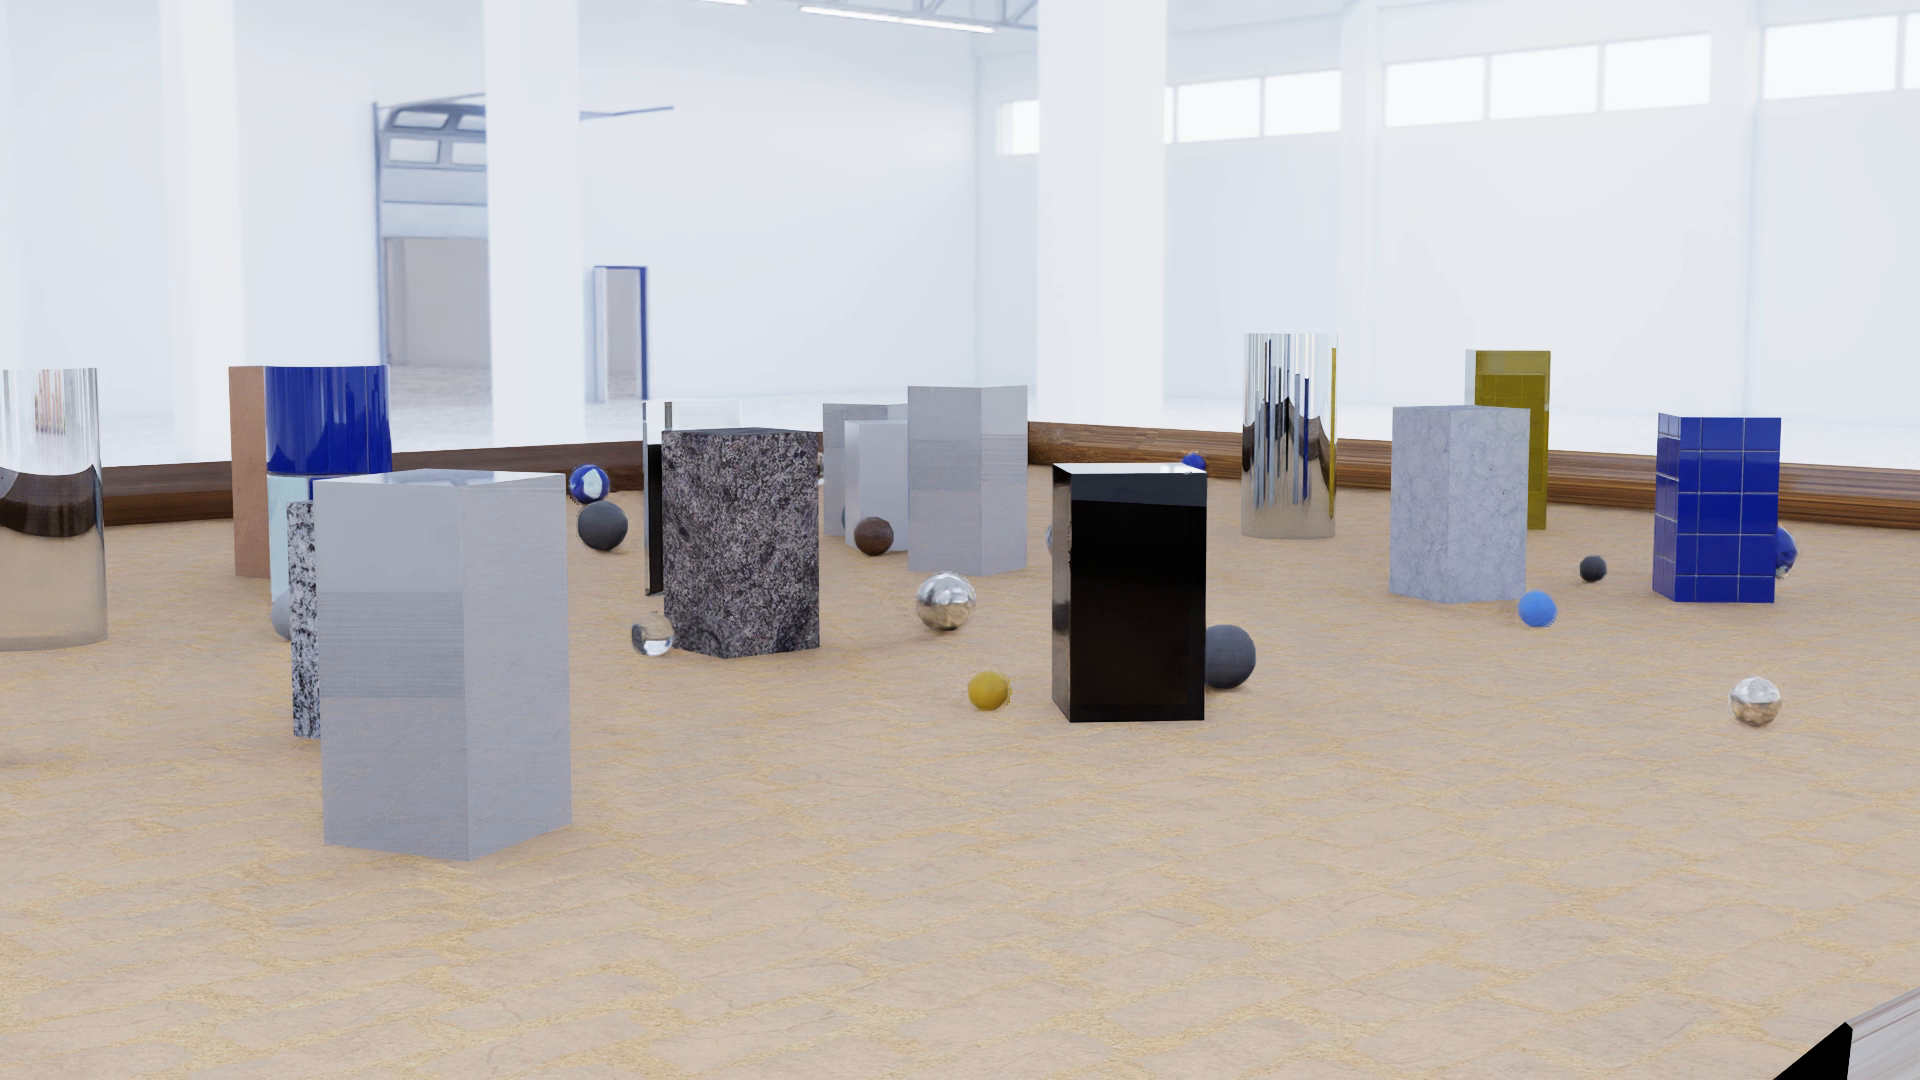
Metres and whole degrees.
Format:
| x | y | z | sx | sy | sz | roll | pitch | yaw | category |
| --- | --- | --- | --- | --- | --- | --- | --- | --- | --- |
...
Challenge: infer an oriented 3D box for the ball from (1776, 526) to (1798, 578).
| x | y | z | sx | sy | sz | roll | pitch | yaw | category |
| --- | --- | --- | --- | --- | --- | --- | --- | --- | --- |
| 1.321 | 0.019 | 3.593 | 0.089 | 0.089 | 0.089 | 0 | 6 | 0 | ball |

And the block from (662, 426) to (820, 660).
| x | y | z | sx | sy | sz | roll | pitch | yaw | category |
| --- | --- | --- | --- | --- | --- | --- | --- | --- | --- |
| -0.286 | -0.001 | 2.865 | 0.146 | 0.282 | 0.146 | -5 | 8 | -38 | block |

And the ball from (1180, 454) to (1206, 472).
| x | y | z | sx | sy | sz | roll | pitch | yaw | category |
| --- | --- | --- | --- | --- | --- | --- | --- | --- | --- |
| 0.598 | -0.189 | 5.643 | 0.067 | 0.067 | 0.067 | 0 | 6 | 0 | ball |

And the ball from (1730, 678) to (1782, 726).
| x | y | z | sx | sy | sz | roll | pitch | yaw | category |
| --- | --- | --- | --- | --- | --- | --- | --- | --- | --- |
| 0.844 | 0.172 | 2.334 | 0.052 | 0.052 | 0.052 | 0 | 6 | 0 | ball |

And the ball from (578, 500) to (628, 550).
| x | y | z | sx | sy | sz | roll | pitch | yaw | category |
| --- | --- | --- | --- | --- | --- | --- | --- | --- | --- |
| -0.651 | -0.026 | 4.004 | 0.091 | 0.091 | 0.091 | 0 | 6 | 0 | ball |

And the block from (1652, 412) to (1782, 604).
| x | y | z | sx | sy | sz | roll | pitch | yaw | category |
| --- | --- | --- | --- | --- | --- | --- | --- | --- | --- |
| 1.156 | -0.052 | 3.366 | 0.146 | 0.279 | 0.146 | 0 | 6 | 5 | block |

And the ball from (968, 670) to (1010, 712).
| x | y | z | sx | sy | sz | roll | pitch | yaw | category |
| --- | --- | --- | --- | --- | --- | --- | --- | --- | --- |
| 0.031 | 0.166 | 2.420 | 0.046 | 0.046 | 0.046 | 0 | 6 | 0 | ball |

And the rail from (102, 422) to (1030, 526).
| x | y | z | sx | sy | sz | roll | pitch | yaw | category |
| --- | --- | --- | --- | --- | --- | --- | --- | --- | --- |
| -1.337 | -0.123 | 4.773 | 4.214 | 0.119 | 0.045 | -6 | 8 | -42 | rail |

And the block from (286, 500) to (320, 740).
| x | y | z | sx | sy | sz | roll | pitch | yaw | category |
| --- | --- | --- | --- | --- | --- | --- | --- | --- | --- |
| -0.591 | 0.080 | 2.296 | 0.146 | 0.243 | 0.146 | 3 | 7 | 30 | block |

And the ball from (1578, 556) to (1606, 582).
| x | y | z | sx | sy | sz | roll | pitch | yaw | category |
| --- | --- | --- | --- | --- | --- | --- | --- | --- | --- |
| 1.021 | 0.047 | 3.550 | 0.043 | 0.043 | 0.043 | 0 | 6 | 0 | ball |

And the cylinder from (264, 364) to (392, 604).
| x | y | z | sx | sy | sz | roll | pitch | yaw | category |
| --- | --- | --- | --- | --- | --- | --- | --- | --- | --- |
| -0.951 | -0.086 | 3.322 | 0.183 | 0.356 | 0.183 | 0 | 6 | 0 | cylinder |

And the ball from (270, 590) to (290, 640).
| x | y | z | sx | sy | sz | roll | pitch | yaw | category |
| --- | --- | --- | --- | --- | --- | --- | --- | --- | --- |
| -0.878 | 0.100 | 2.922 | 0.072 | 0.072 | 0.072 | 0 | 6 | 0 | ball |

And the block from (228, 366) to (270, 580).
| x | y | z | sx | sy | sz | roll | pitch | yaw | category |
| --- | --- | --- | --- | --- | --- | --- | --- | --- | --- |
| -1.097 | -0.115 | 3.639 | 0.146 | 0.345 | 0.146 | 4 | 7 | 32 | block |

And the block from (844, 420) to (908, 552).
| x | y | z | sx | sy | sz | roll | pitch | yaw | category |
| --- | --- | --- | --- | --- | --- | --- | --- | --- | --- |
| -0.128 | -0.103 | 4.070 | 0.146 | 0.231 | 0.146 | -1 | 6 | -14 | block |

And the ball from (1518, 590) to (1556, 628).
| x | y | z | sx | sy | sz | roll | pitch | yaw | category |
| --- | --- | --- | --- | --- | --- | --- | --- | --- | --- |
| 0.801 | 0.096 | 3.054 | 0.051 | 0.051 | 0.051 | 0 | 6 | 0 | ball |

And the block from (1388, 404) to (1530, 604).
| x | y | z | sx | sy | sz | roll | pitch | yaw | category |
| --- | --- | --- | --- | --- | --- | --- | --- | --- | --- |
| 0.764 | -0.058 | 3.370 | 0.146 | 0.289 | 0.146 | -3 | 7 | -24 | block |

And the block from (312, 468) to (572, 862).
| x | y | z | sx | sy | sz | roll | pitch | yaw | category |
| --- | --- | --- | --- | --- | --- | --- | --- | --- | --- |
| -0.431 | 0.098 | 1.846 | 0.146 | 0.302 | 0.146 | 3 | 7 | 24 | block |

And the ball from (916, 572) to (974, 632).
| x | y | z | sx | sy | sz | roll | pitch | yaw | category |
| --- | --- | --- | --- | --- | --- | --- | --- | --- | --- |
| -0.021 | 0.085 | 3.011 | 0.081 | 0.081 | 0.081 | 0 | 6 | 0 | ball |

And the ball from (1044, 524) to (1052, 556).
| x | y | z | sx | sy | sz | roll | pitch | yaw | category |
| --- | --- | --- | --- | --- | --- | --- | --- | --- | --- |
| 0.188 | 0.001 | 3.797 | 0.082 | 0.082 | 0.082 | 0 | 6 | 0 | ball |

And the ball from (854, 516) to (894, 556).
| x | y | z | sx | sy | sz | roll | pitch | yaw | category |
| --- | --- | --- | --- | --- | --- | --- | --- | --- | --- |
| -0.153 | -0.007 | 3.924 | 0.070 | 0.070 | 0.070 | 0 | 6 | 0 | ball |

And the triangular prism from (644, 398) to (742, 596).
| x | y | z | sx | sy | sz | roll | pitch | yaw | category |
| --- | --- | --- | --- | --- | --- | --- | --- | --- | --- |
| -0.440 | -0.072 | 3.458 | 0.158 | 0.298 | 0.137 | -3 | 7 | -26 | triangular prism |

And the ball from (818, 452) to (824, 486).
| x | y | z | sx | sy | sz | roll | pitch | yaw | category |
| --- | --- | --- | --- | --- | --- | --- | --- | --- | --- |
| -0.367 | -0.176 | 5.416 | 0.091 | 0.091 | 0.091 | 0 | 6 | 0 | ball |

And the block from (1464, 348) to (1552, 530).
| x | y | z | sx | sy | sz | roll | pitch | yaw | category |
| --- | --- | --- | --- | --- | --- | --- | --- | --- | --- |
| 1.101 | -0.206 | 4.441 | 0.146 | 0.356 | 0.146 | 1 | 6 | 5 | block |

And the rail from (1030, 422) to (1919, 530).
| x | y | z | sx | sy | sz | roll | pitch | yaw | category |
| --- | --- | --- | --- | --- | --- | --- | --- | --- | --- |
| 1.531 | -0.119 | 4.737 | 0.045 | 0.119 | 3.990 | -6 | 8 | -42 | rail |

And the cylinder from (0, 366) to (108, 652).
| x | y | z | sx | sy | sz | roll | pitch | yaw | category |
| --- | --- | --- | --- | --- | --- | --- | --- | --- | --- |
| -1.232 | -0.046 | 2.911 | 0.183 | 0.363 | 0.183 | 0 | 6 | 0 | cylinder |

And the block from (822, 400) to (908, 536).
| x | y | z | sx | sy | sz | roll | pitch | yaw | category |
| --- | --- | --- | --- | --- | --- | --- | --- | --- | --- |
| -0.166 | -0.140 | 4.297 | 0.146 | 0.257 | 0.146 | 3 | 7 | 29 | block |

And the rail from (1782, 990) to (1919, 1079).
| x | y | z | sx | sy | sz | roll | pitch | yaw | category |
| --- | --- | --- | --- | --- | --- | --- | --- | --- | --- |
| 1.337 | 0.184 | 1.892 | 4.214 | 0.119 | 0.045 | -6 | 8 | -42 | rail |

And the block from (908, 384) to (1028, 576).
| x | y | z | sx | sy | sz | roll | pitch | yaw | category |
| --- | --- | --- | --- | --- | --- | --- | --- | --- | --- |
| 0.013 | -0.105 | 3.707 | 0.146 | 0.311 | 0.146 | 4 | 7 | 33 | block |

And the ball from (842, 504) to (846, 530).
| x | y | z | sx | sy | sz | roll | pitch | yaw | category |
| --- | --- | --- | --- | --- | --- | --- | --- | --- | --- |
| -0.183 | -0.043 | 4.183 | 0.086 | 0.086 | 0.086 | 0 | 6 | 0 | ball |

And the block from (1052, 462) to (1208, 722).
| x | y | z | sx | sy | sz | roll | pitch | yaw | category |
| --- | --- | --- | --- | --- | --- | --- | --- | --- | --- |
| 0.184 | 0.054 | 2.419 | 0.146 | 0.268 | 0.146 | -1 | 6 | -5 | block |

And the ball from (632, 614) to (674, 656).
| x | y | z | sx | sy | sz | roll | pitch | yaw | category |
| --- | --- | --- | --- | --- | --- | --- | --- | --- | --- |
| -0.392 | 0.121 | 2.803 | 0.054 | 0.054 | 0.054 | 0 | 6 | 0 | ball |

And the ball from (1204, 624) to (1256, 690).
| x | y | z | sx | sy | sz | roll | pitch | yaw | category |
| --- | --- | --- | --- | --- | --- | --- | --- | --- | --- |
| 0.307 | 0.136 | 2.560 | 0.076 | 0.076 | 0.076 | 0 | 6 | 0 | ball |

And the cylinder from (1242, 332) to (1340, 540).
| x | y | z | sx | sy | sz | roll | pitch | yaw | category |
| --- | --- | --- | --- | --- | --- | --- | --- | --- | --- |
| 0.639 | -0.205 | 4.265 | 0.183 | 0.392 | 0.183 | 0 | 6 | 0 | cylinder |

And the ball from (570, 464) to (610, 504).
| x | y | z | sx | sy | sz | roll | pitch | yaw | category |
| --- | --- | --- | --- | --- | --- | --- | --- | --- | --- |
| -0.828 | -0.123 | 4.919 | 0.090 | 0.090 | 0.090 | 0 | 6 | 0 | ball |
